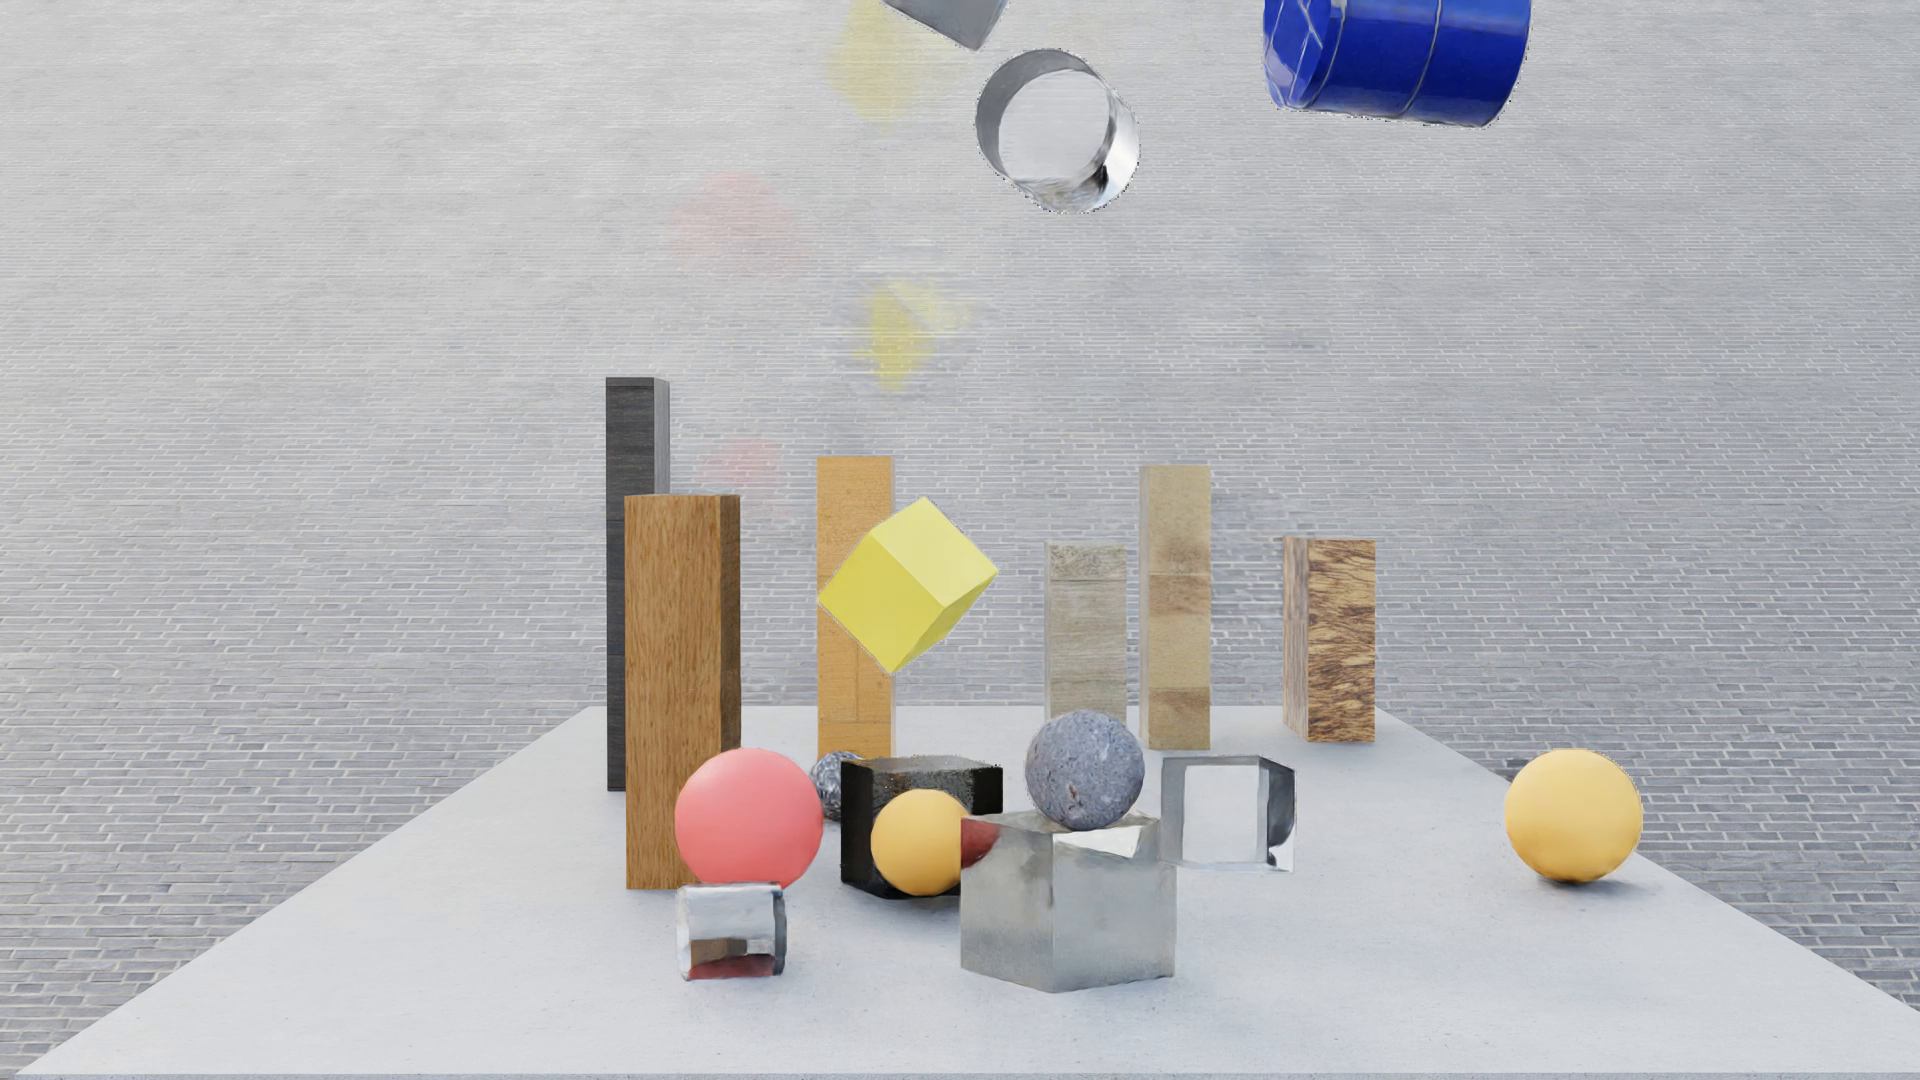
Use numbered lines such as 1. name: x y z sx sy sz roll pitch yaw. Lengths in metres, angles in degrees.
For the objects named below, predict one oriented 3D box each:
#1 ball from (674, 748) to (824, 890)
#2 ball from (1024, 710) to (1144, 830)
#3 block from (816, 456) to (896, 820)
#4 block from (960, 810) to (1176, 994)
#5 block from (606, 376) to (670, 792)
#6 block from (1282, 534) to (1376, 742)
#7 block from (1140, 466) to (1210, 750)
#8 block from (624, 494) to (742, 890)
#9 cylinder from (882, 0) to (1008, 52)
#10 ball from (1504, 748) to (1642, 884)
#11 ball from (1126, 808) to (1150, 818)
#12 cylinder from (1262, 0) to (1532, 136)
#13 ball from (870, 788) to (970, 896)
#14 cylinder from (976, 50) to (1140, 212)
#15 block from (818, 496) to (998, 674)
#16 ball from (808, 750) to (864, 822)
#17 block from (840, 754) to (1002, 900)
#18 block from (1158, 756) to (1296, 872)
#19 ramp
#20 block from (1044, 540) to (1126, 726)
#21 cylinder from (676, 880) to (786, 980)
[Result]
1. ball: -0.264 0.354 3.230 0.187 0.187 0.187 0 26 0
2. ball: 0.144 0.266 2.987 0.139 0.139 0.139 0 26 0
3. block: -0.182 0.164 4.606 0.126 0.623 0.361 0 2 0
4. block: 0.128 0.425 3.076 0.183 0.183 0.183 -1 2 -35
5. block: -0.614 0.080 4.940 0.091 0.774 0.261 0 2 0
6. block: 0.841 0.217 5.908 0.147 0.446 0.448 0 2 0
7. block: 0.470 0.141 5.668 0.131 0.610 0.295 0 2 0
8. block: -0.410 0.214 3.854 0.136 0.563 0.342 0 2 0
9. cylinder: -0.026 -0.633 2.595 0.207 0.207 0.207 28 27 -3
10. ball: 0.889 0.401 3.747 0.194 0.194 0.194 0 26 0
11. ball: 0.202 0.428 3.388 0.160 0.160 0.160 0 26 0
12. cylinder: 0.379 -0.459 2.256 0.179 0.179 0.179 10 24 -11
13. ball: -0.049 0.415 3.538 0.147 0.147 0.147 0 26 0
14. cylinder: 0.098 -0.406 2.568 0.134 0.134 0.134 8 -2 17
15. block: -0.061 0.052 3.043 0.125 0.125 0.125 45 37 8
16. ball: -0.200 0.417 4.373 0.119 0.119 0.119 0 26 0
17. block: -0.057 0.410 3.712 0.178 0.178 0.178 -1 2 -24
18. block: 0.304 0.312 2.929 0.117 0.117 0.117 -3 -14 28
19. ramp: 0.058 0.526 4.564 2.000 0.100 4.000 0 2 0
20. block: 0.173 0.253 3.600 0.102 0.498 0.267 0 2 0
21. cylinder: -0.271 0.461 3.043 0.112 0.112 0.112 0 25 -15
